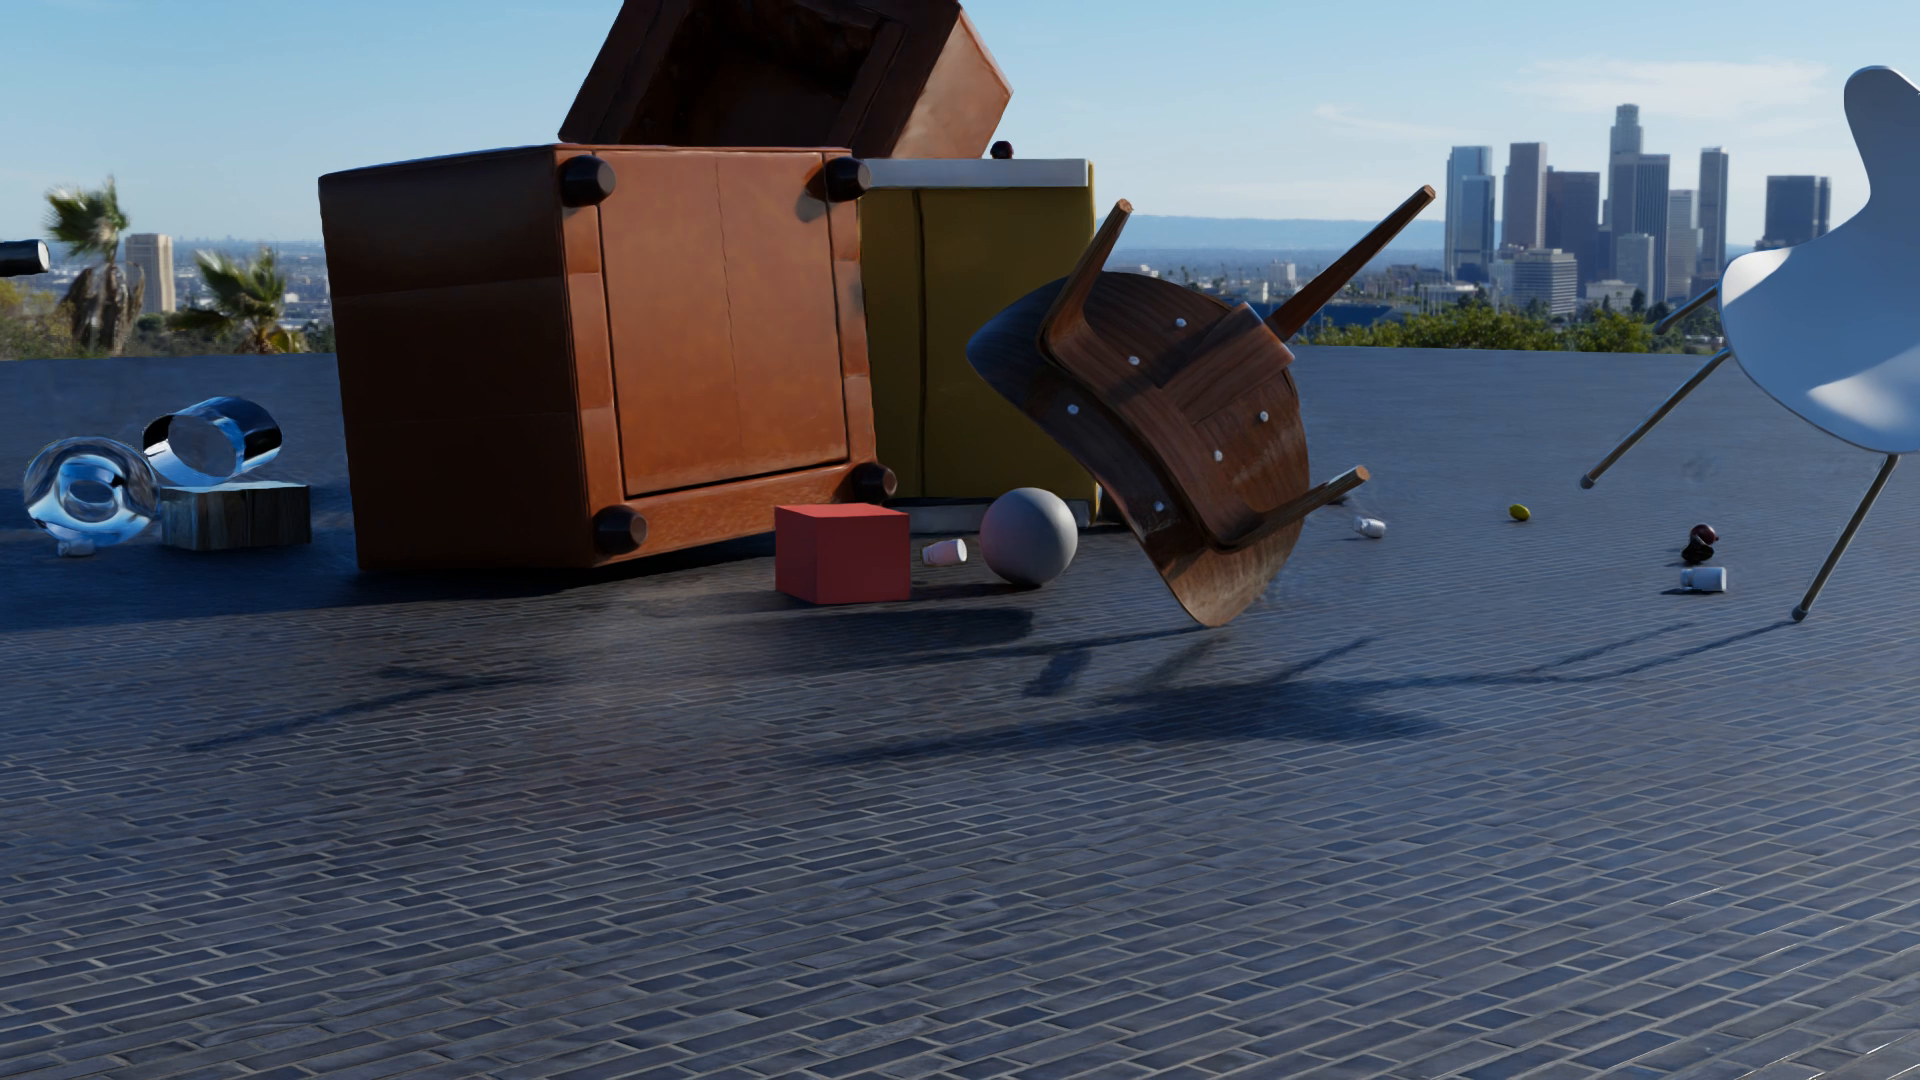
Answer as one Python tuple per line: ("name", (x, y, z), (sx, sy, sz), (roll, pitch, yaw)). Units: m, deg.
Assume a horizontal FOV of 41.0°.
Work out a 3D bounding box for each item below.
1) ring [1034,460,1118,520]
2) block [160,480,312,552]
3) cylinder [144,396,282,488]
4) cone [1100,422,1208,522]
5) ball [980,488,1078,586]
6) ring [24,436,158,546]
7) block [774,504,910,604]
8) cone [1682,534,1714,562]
("ring", (0.333, -0.137, 7.035), (0.218, 0.072, 0.358), (28, 37, 33))
("block", (-1.782, -0.061, 6.319), (0.298, 0.141, 0.195), (-5, 8, -43))
("cylinder", (-1.839, -0.242, 6.315), (0.286, 0.185, 0.173), (5, 19, 23))
("cone", (0.543, -0.138, 6.722), (0.297, 0.353, 0.121), (28, 20, -51))
("ball", (0.146, -0.008, 5.459), (0.210, 0.210, 0.210), (0, 6, 0))
("ring", (-2.115, -0.116, 6.245), (0.314, 0.280, 0.145), (5, 28, -14))
("block", (-0.245, 0.026, 5.304), (0.199, 0.176, 0.276), (-2, 6, -22))
("cone", (1.698, 0.009, 5.909), (0.067, 0.050, 0.076), (15, -32, -15))
